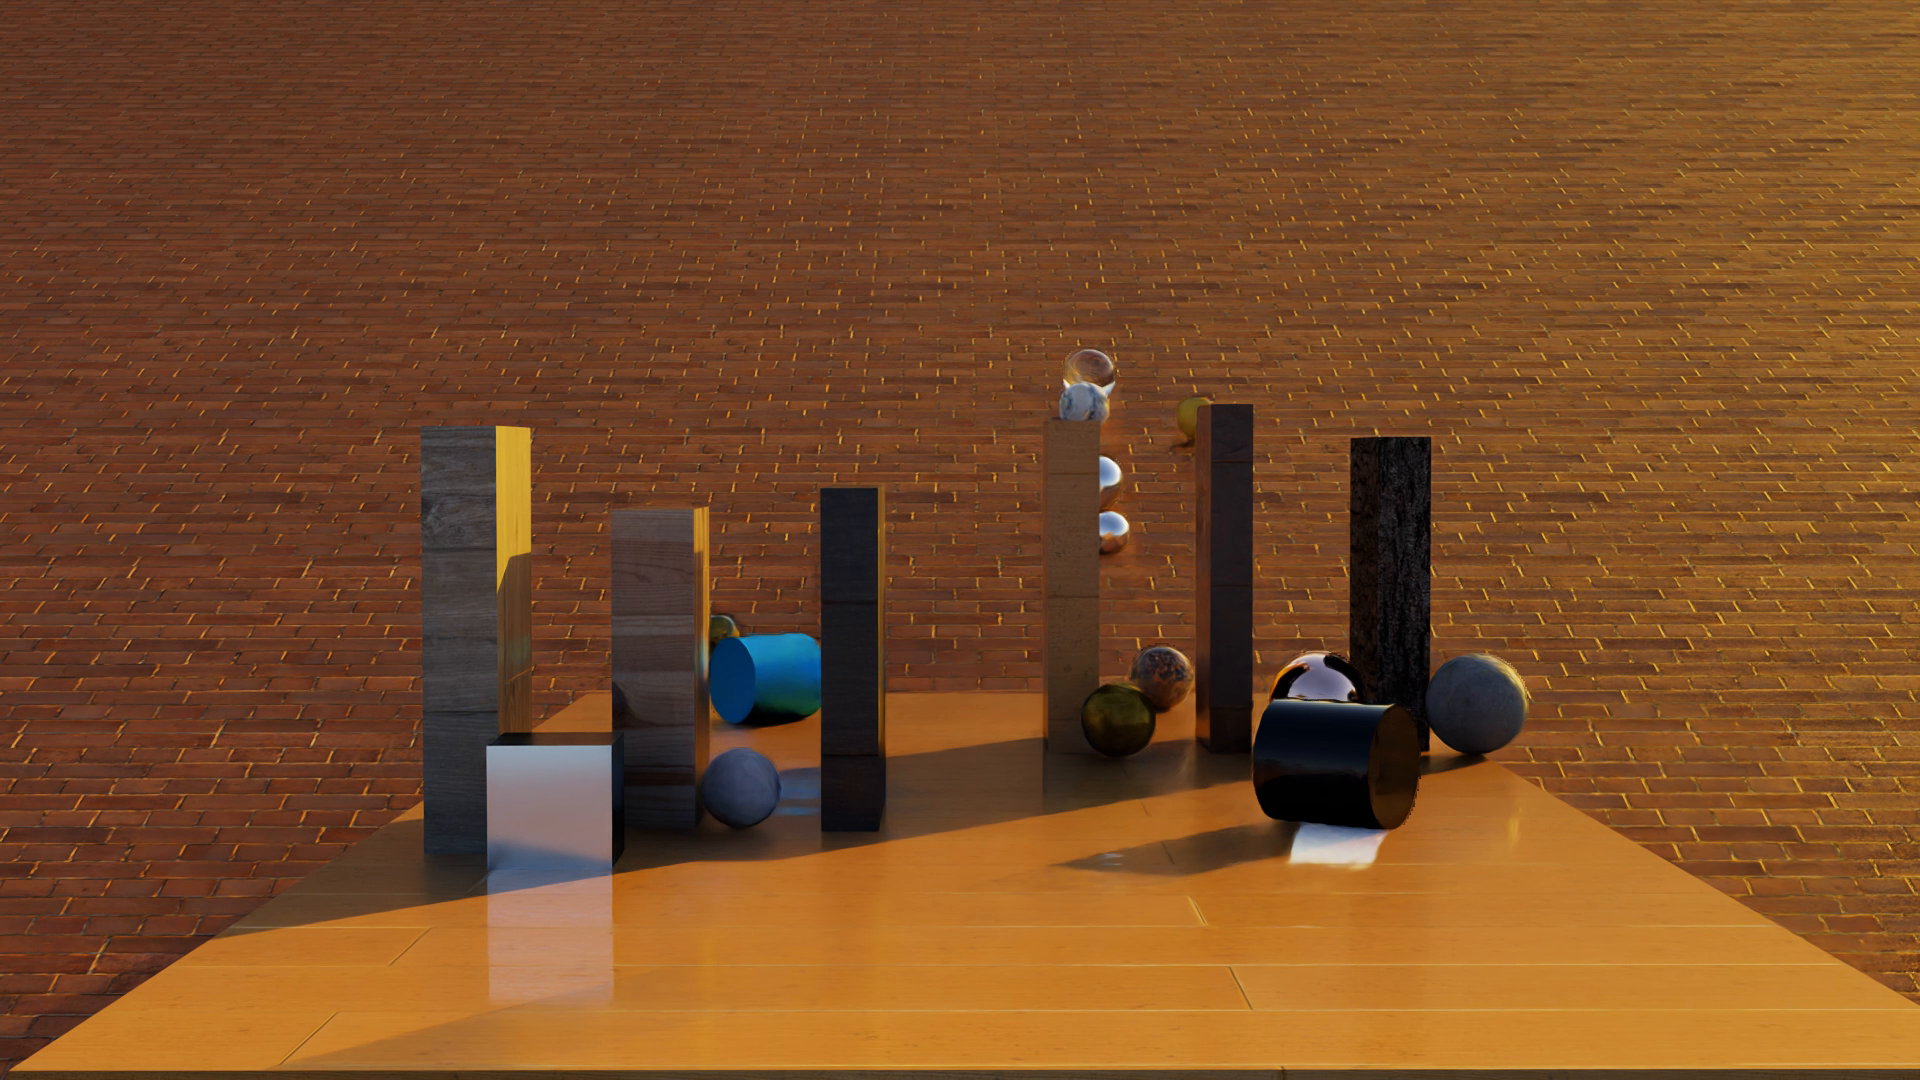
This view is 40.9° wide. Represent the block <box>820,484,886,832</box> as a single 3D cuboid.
[{"bbox_3d":[-0.178,0.186,4.361,0.092,0.554,0.427,0,2,0],"label":"block"}]

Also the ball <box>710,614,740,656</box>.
[{"bbox_3d":[-0.649,0.257,6.923,0.115,0.115,0.115,0,24,0],"label":"ball"}]

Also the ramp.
[{"bbox_3d":[0.056,0.507,4.550,2.000,0.100,4.000,0,2,0],"label":"ramp"}]

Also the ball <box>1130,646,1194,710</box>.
[{"bbox_3d":[0.481,0.328,6.136,0.152,0.152,0.152,0,24,0],"label":"ball"}]

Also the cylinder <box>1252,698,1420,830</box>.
[{"bbox_3d":[0.617,0.365,4.222,0.204,0.204,0.204,2,22,33],"label":"cylinder"}]

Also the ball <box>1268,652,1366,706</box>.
[{"bbox_3d":[0.735,0.332,5.309,0.199,0.199,0.199,0,24,0],"label":"ball"}]

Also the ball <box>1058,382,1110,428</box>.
[{"bbox_3d":[0.404,-0.430,8.368,0.167,0.167,0.167,0,24,0],"label":"ball"}]

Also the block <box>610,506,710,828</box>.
[{"bbox_3d":[-0.499,0.206,4.314,0.134,0.519,0.257,0,2,0],"label":"block"}]

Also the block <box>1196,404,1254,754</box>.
[{"bbox_3d":[0.550,0.074,5.380,0.086,0.709,0.316,0,2,0],"label":"block"}]

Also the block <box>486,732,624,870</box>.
[{"bbox_3d":[-0.605,0.389,3.868,0.182,0.182,0.182,0,2,-2],"label":"block"}]

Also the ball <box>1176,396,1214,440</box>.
[{"bbox_3d":[0.768,-0.393,8.323,0.140,0.140,0.140,0,24,0],"label":"ball"}]

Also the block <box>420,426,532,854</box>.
[{"bbox_3d":[-0.760,0.147,4.071,0.114,0.652,0.314,0,2,0],"label":"block"}]

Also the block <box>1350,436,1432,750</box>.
[{"bbox_3d":[0.908,0.104,5.454,0.108,0.643,0.372,0,2,0],"label":"block"}]

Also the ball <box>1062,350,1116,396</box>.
[{"bbox_3d":[0.433,-0.549,8.617,0.178,0.178,0.178,0,24,0],"label":"ball"}]

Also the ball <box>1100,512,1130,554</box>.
[{"bbox_3d":[0.435,-0.020,7.519,0.126,0.126,0.126,0,24,0],"label":"ball"}]

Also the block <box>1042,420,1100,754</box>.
[{"bbox_3d":[0.231,0.091,5.383,0.105,0.676,0.301,0,2,0],"label":"block"}]

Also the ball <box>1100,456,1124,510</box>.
[{"bbox_3d":[0.415,-0.173,7.807,0.165,0.165,0.165,0,24,0],"label":"ball"}]

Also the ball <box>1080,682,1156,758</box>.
[{"bbox_3d":[0.318,0.361,5.174,0.151,0.151,0.151,0,24,0],"label":"ball"}]

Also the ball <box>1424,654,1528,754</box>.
[{"bbox_3d":[1.044,0.332,5.215,0.203,0.203,0.203,0,24,0],"label":"ball"}]

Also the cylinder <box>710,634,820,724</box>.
[{"bbox_3d":[-0.440,0.315,5.884,0.195,0.195,0.195,-2,20,-39],"label":"cylinder"}]

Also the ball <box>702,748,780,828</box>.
[{"bbox_3d":[-0.357,0.405,4.200,0.129,0.129,0.129,0,24,0],"label":"ball"}]
